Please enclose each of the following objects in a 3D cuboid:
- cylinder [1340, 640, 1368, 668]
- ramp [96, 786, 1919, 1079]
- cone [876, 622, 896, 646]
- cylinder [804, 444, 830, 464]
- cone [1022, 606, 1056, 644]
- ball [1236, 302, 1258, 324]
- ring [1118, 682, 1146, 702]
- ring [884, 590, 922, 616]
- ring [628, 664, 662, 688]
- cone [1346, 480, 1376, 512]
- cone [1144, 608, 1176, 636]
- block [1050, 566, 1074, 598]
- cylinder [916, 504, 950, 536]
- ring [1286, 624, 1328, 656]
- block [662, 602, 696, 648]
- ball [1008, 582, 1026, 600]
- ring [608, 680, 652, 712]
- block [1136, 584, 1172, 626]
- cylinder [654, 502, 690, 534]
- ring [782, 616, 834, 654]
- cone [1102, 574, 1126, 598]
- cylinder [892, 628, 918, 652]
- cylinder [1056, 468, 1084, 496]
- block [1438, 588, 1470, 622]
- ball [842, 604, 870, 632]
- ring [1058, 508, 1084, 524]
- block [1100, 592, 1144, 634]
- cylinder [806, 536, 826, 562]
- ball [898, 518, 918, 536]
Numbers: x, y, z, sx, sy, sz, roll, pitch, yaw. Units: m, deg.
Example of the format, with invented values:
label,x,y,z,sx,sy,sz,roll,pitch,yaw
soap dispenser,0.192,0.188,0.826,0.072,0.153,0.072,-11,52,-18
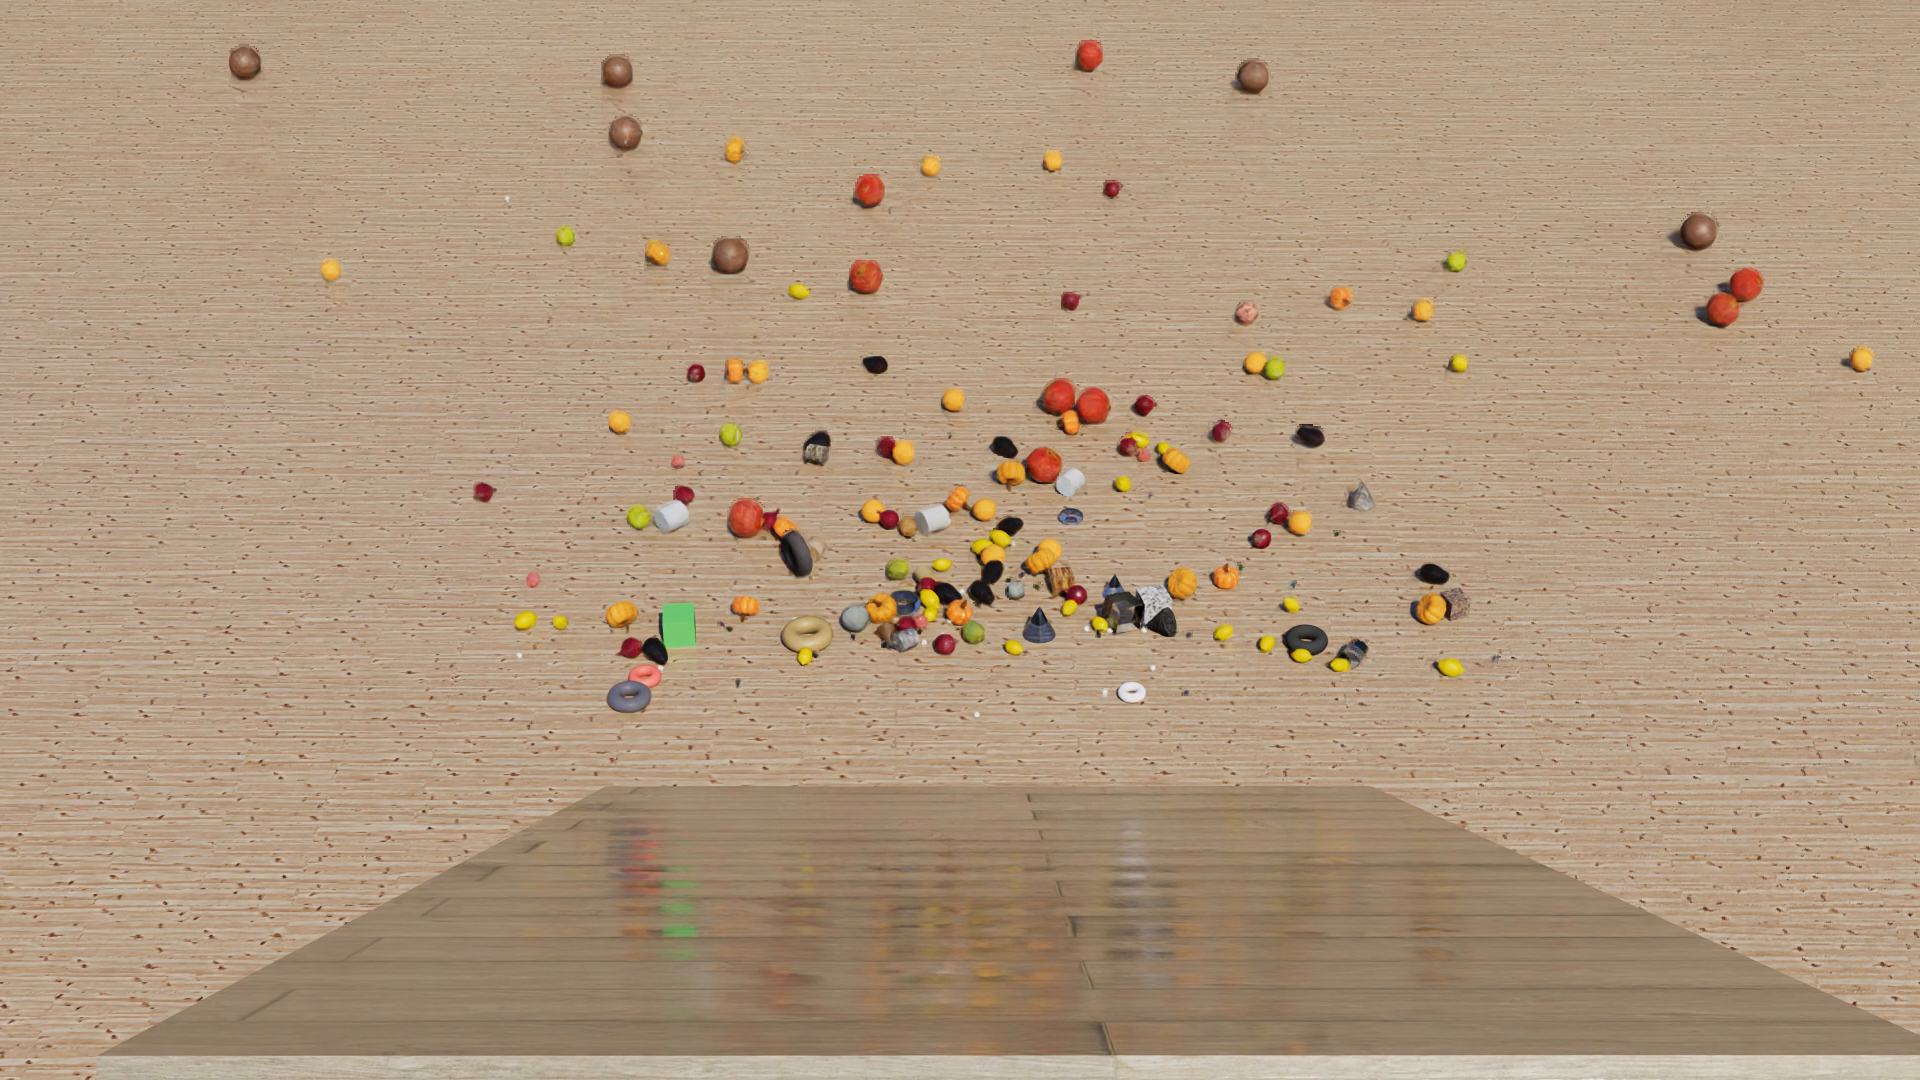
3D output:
label,x,y,z,sx,sy,sz,roll,pitch,yaw
cylinder,1.119,0.322,7.357,0.059,0.059,0.059,16,37,23
ramp,0.074,0.648,4.778,2.000,0.100,4.000,0,-1,0
cone,-0.203,0.281,7.446,0.064,0.064,0.064,-11,62,-16
cylinder,-0.454,-0.273,8.251,0.059,0.059,0.059,12,36,18
cone,0.228,0.230,7.460,0.098,0.098,0.098,0,34,0
ball,0.996,-0.785,9.007,0.075,0.075,0.075,0,34,0
ring,0.479,0.425,7.232,0.079,0.026,0.079,-1,34,1
ring,-0.168,0.185,7.583,0.109,0.036,0.109,-1,35,0
ring,-0.886,0.384,7.289,0.093,0.031,0.093,-1,34,1
cone,1.247,-0.149,8.038,0.088,0.088,0.088,0,34,0
cone,0.567,0.244,7.492,0.087,0.087,0.087,-14,25,30
block,0.300,0.124,7.651,0.062,0.062,0.062,-5,34,-8
cylinder,-0.084,-0.061,7.917,0.077,0.077,0.077,-20,39,-28
ring,0.993,0.286,7.429,0.122,0.041,0.122,0,35,0
block,-0.806,0.244,7.446,0.089,0.089,0.089,-3,34,-4
ball,0.165,0.148,7.624,0.054,0.054,0.054,0,34,0
ring,-0.918,0.434,7.204,0.124,0.041,0.124,1,32,0
block,0.562,0.191,7.533,0.083,0.083,0.083,-8,35,-12
cylinder,-0.881,-0.069,7.928,0.078,0.078,0.078,-25,41,-32
ring,-0.437,0.271,7.443,0.148,0.049,0.148,-1,34,1
cone,0.455,0.129,7.634,0.073,0.073,0.073,0,34,0
cylinder,-0.157,0.285,7.416,0.056,0.056,0.056,-23,40,-31
cylinder,0.345,-0.180,8.104,0.066,0.066,0.066,19,38,26
block,1.439,0.188,7.554,0.064,0.064,0.064,-13,36,-19
ball,-0.301,0.225,7.483,0.080,0.080,0.080,0,34,0
ring,0.342,-0.073,7.980,0.078,0.026,0.078,1,33,0
block,0.468,0.209,7.495,0.082,0.082,0.082,-9,33,-31
cylinder,-0.440,0.027,7.800,0.059,0.059,0.059,13,47,19
ball,-0.158,-0.038,7.900,0.056,0.056,0.056,0,34,0
